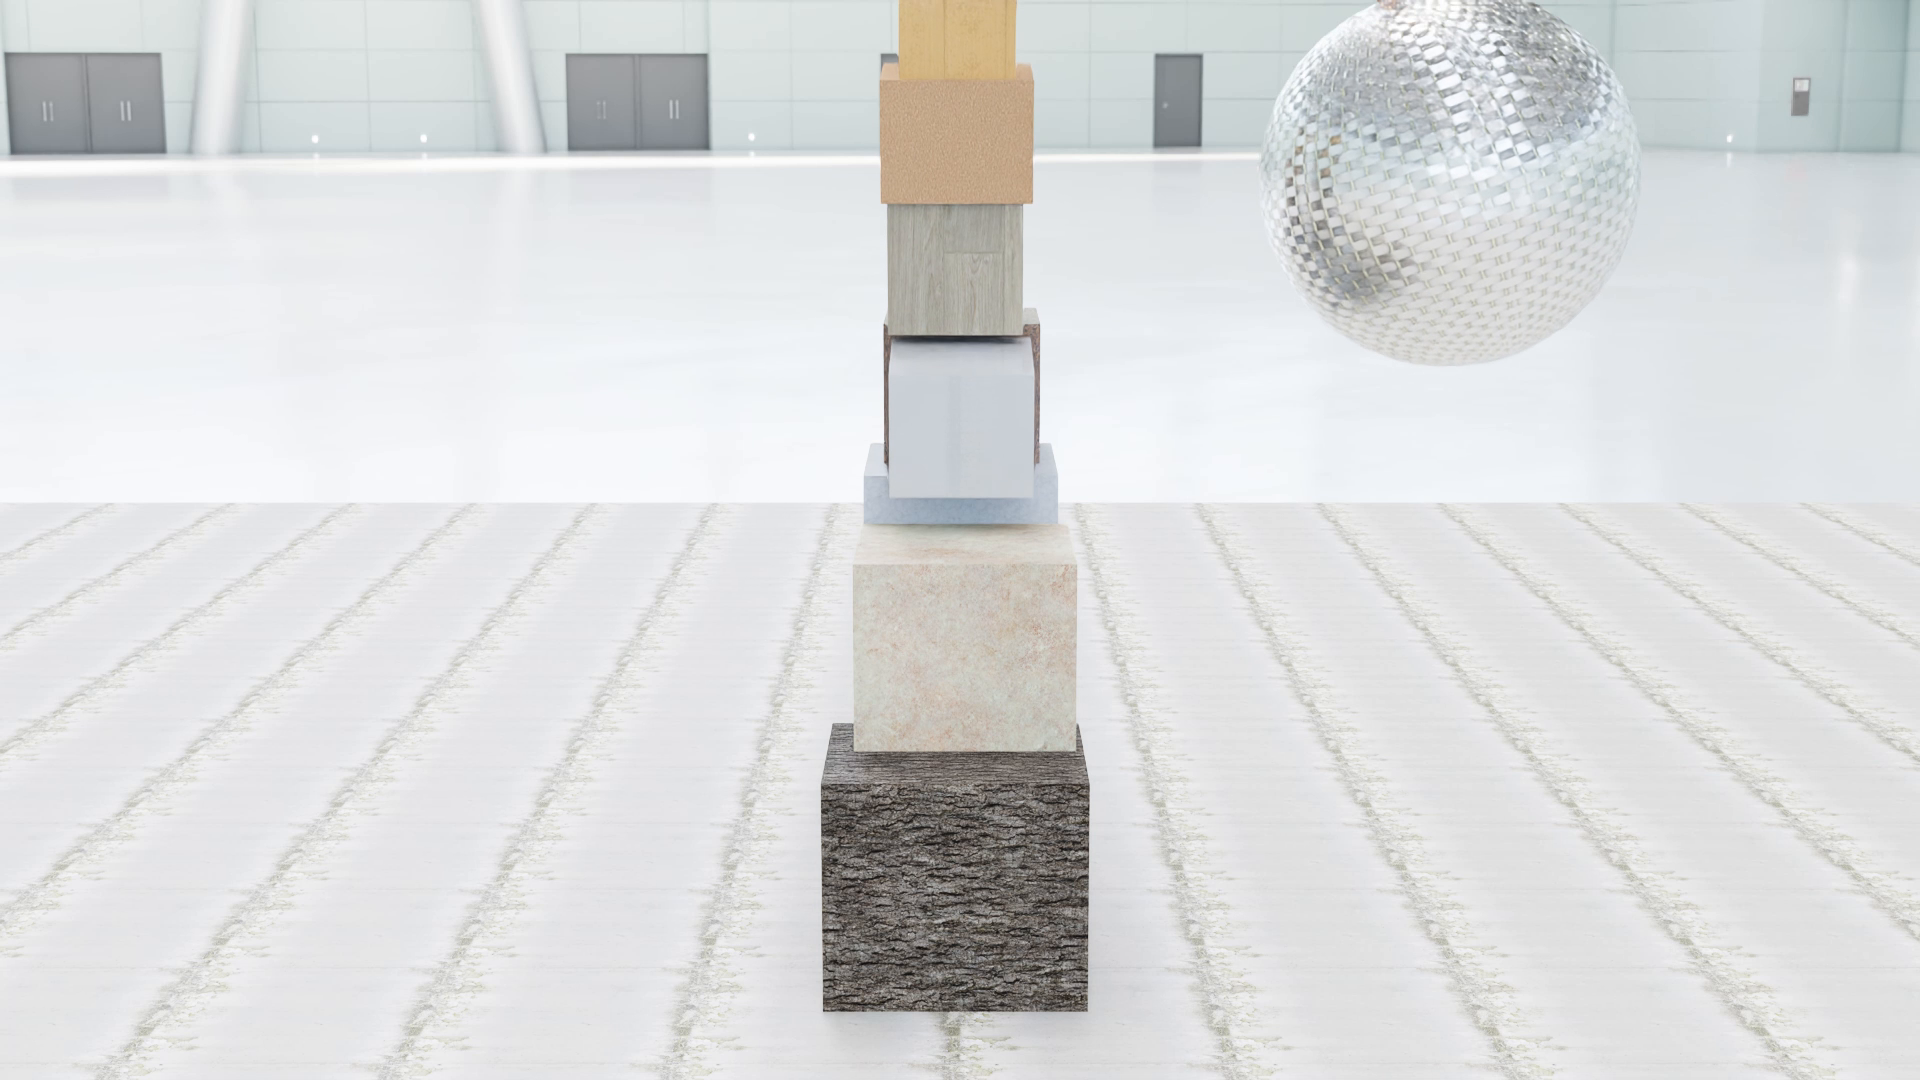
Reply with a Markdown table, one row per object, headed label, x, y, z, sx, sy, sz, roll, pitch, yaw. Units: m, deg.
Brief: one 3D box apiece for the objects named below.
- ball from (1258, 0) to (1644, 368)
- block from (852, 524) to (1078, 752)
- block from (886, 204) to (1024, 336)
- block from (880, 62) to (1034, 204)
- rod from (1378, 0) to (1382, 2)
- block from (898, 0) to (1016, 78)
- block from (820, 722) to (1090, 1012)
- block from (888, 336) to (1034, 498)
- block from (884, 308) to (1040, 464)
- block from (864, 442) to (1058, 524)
| label | x | y | z | sx | sy | sz | roll | pitch | yaw |
| --- | --- | --- | --- | --- | --- | --- | --- | --- | --- |
| ball | 2.074 | -1.536 | 10.901 | 1.600 | 1.600 | 1.600 | 0 | 10 | 0 |
| block | 0.020 | 0.379 | 10.412 | 0.868 | 0.745 | 0.915 | 0 | 10 | 0 |
| block | -0.019 | -1.201 | 10.902 | 0.564 | 0.561 | 0.500 | 0 | 17 | 0 |
| block | -0.013 | -1.709 | 10.743 | 0.626 | 0.503 | 0.585 | 0 | 17 | 0 |
| rod | 0.899 | -4.675 | 10.330 | 0.080 | 5.200 | 0.080 | -20 | 10 | 4 |
| block | -0.011 | -2.197 | 10.590 | 0.475 | 0.520 | 0.476 | 0 | 17 | 0 |
| block | -0.018 | 1.268 | 10.099 | 1.004 | 0.892 | 0.917 | 0 | 10 | 0 |
| block | 0.006 | -0.516 | 10.679 | 0.588 | 0.519 | 0.587 | 0 | 20 | 0 |
| block | 0.008 | -0.691 | 11.339 | 0.672 | 0.603 | 0.676 | 0 | 11 | 0 |
| block | 0.004 | 0.101 | 11.281 | 0.819 | 0.928 | 0.887 | 0 | 11 | 0 |
